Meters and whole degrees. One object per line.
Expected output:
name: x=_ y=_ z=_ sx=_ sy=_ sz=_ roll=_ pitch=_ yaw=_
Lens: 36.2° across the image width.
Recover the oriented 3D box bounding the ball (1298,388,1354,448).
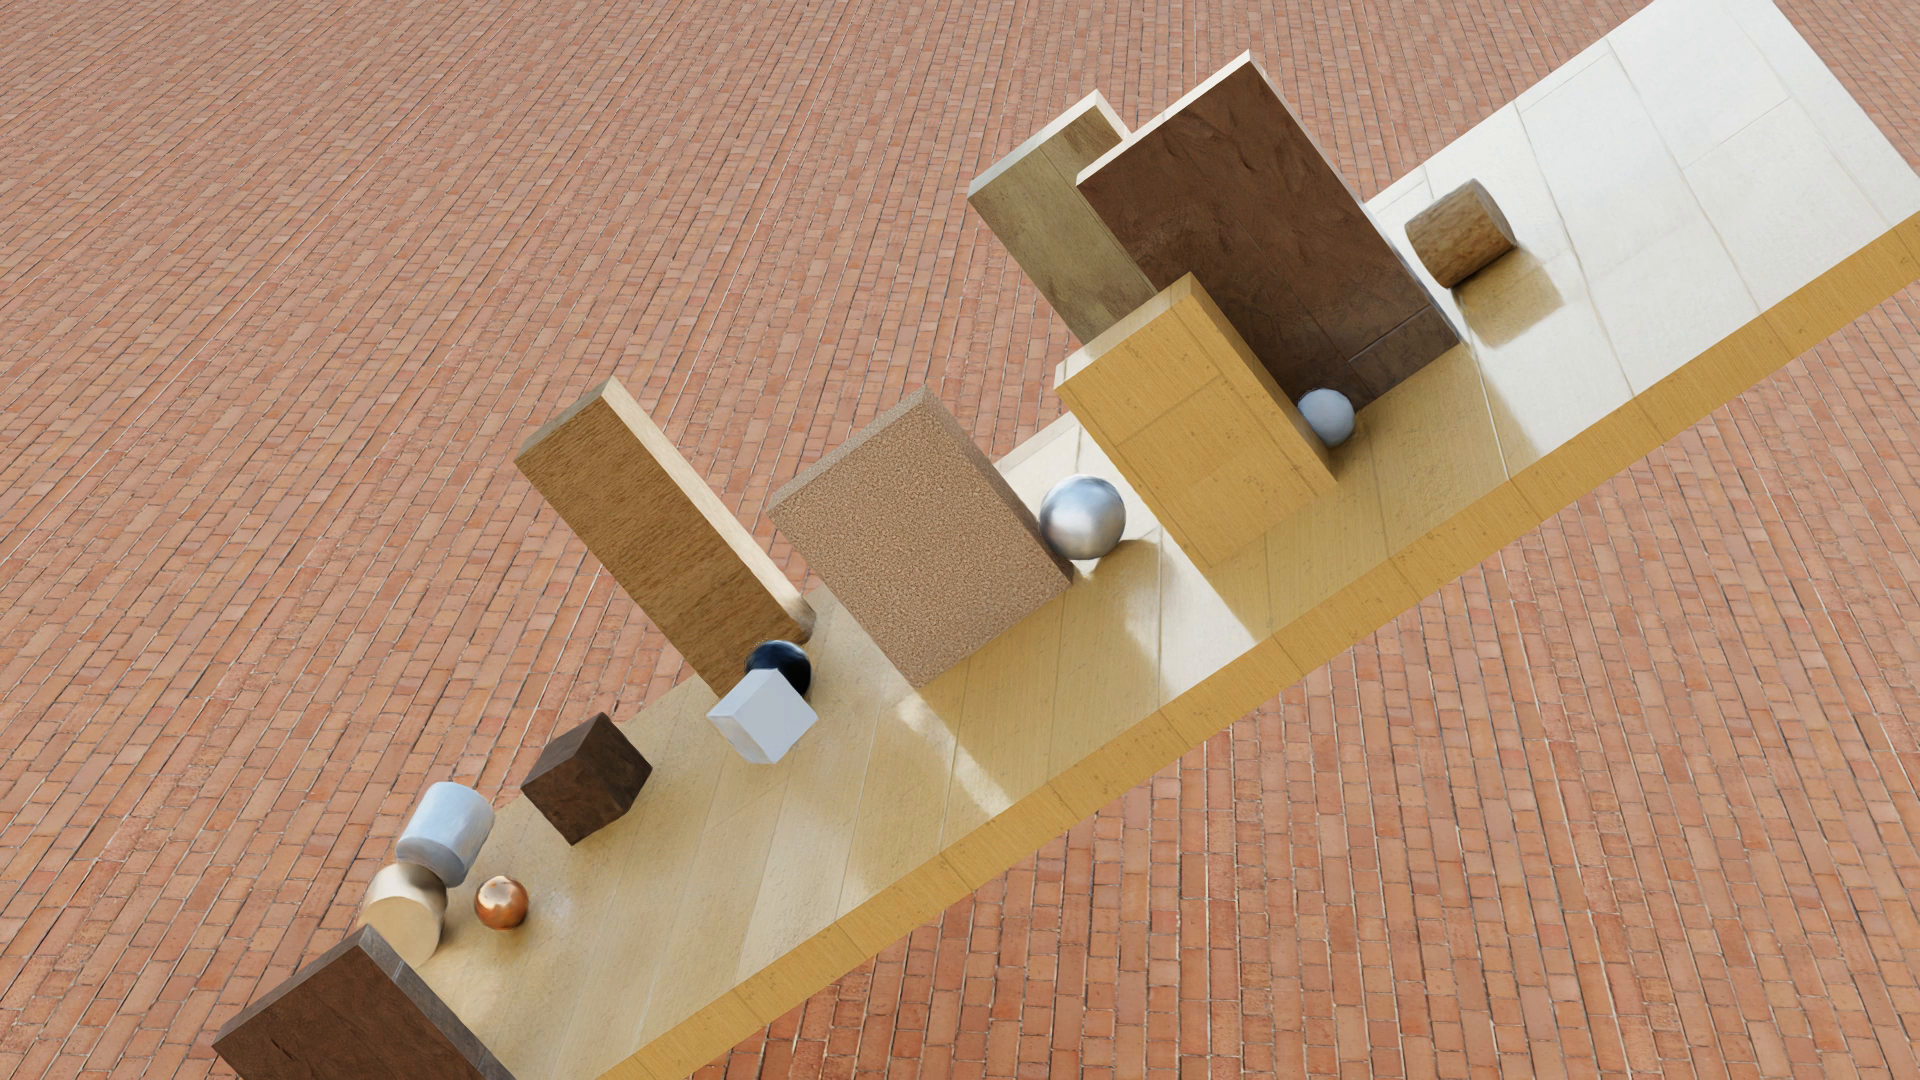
ball: x=0.712 y=-0.237 z=5.739 sx=0.117 sy=0.117 sz=0.117 roll=0 pitch=23 yaw=0

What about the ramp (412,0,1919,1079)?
ramp: x=0.126 y=0.181 z=6.328 sx=4.000 sy=0.100 sz=2.000 roll=-35 pitch=16 yaw=17

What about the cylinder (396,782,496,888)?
cylinder: x=-1.276 y=0.732 z=7.296 sx=0.187 sy=0.187 sz=0.187 roll=7 pitch=43 yaw=16

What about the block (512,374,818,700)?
block: x=-0.705 y=-0.001 z=7.099 sx=0.279 sy=0.780 sz=0.148 roll=-35 pitch=16 yaw=17

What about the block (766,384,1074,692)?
block: x=-0.082 y=-0.001 z=6.173 sx=0.417 sy=0.509 sz=0.109 roll=-35 pitch=16 yaw=17

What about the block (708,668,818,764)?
block: x=-0.441 y=0.395 z=6.572 sx=0.148 sy=0.148 sz=0.148 roll=-46 pitch=17 yaw=-23

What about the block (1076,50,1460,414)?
block: x=0.605 y=-0.552 z=5.762 sx=0.412 sy=0.703 sz=0.086 roll=-35 pitch=16 yaw=17

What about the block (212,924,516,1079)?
block: x=-1.185 y=1.050 z=5.878 sx=0.402 sy=0.460 sz=0.082 roll=-35 pitch=16 yaw=17

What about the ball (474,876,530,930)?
ball: x=-1.059 y=0.839 z=6.798 sx=0.127 sy=0.127 sz=0.127 roll=0 pitch=23 yaw=0

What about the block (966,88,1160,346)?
block: x=0.372 y=-0.577 z=6.345 sx=0.341 sy=0.714 sz=0.131 roll=-35 pitch=16 yaw=17

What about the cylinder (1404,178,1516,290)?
cylinder: x=1.023 y=-0.627 z=6.017 sx=0.164 sy=0.164 sz=0.164 roll=-33 pitch=13 yaw=22

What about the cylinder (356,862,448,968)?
cylinder: x=-1.353 y=0.913 z=7.134 sx=0.198 sy=0.198 sz=0.198 roll=-1 pitch=18 yaw=-3

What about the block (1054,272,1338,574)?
block: x=0.452 y=-0.222 z=5.630 sx=0.320 sy=0.472 sz=0.136 roll=-35 pitch=16 yaw=17

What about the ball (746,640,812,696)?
ball: x=-0.417 y=0.304 z=6.761 sx=0.152 sy=0.152 sz=0.152 roll=0 pitch=23 yaw=0

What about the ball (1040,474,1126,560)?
ball: x=0.256 y=-0.047 z=6.136 sx=0.182 sy=0.182 sz=0.182 roll=0 pitch=23 yaw=0

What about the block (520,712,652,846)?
block: x=-0.894 y=0.570 z=7.046 sx=0.191 sy=0.191 sz=0.191 roll=-31 pitch=18 yaw=29
